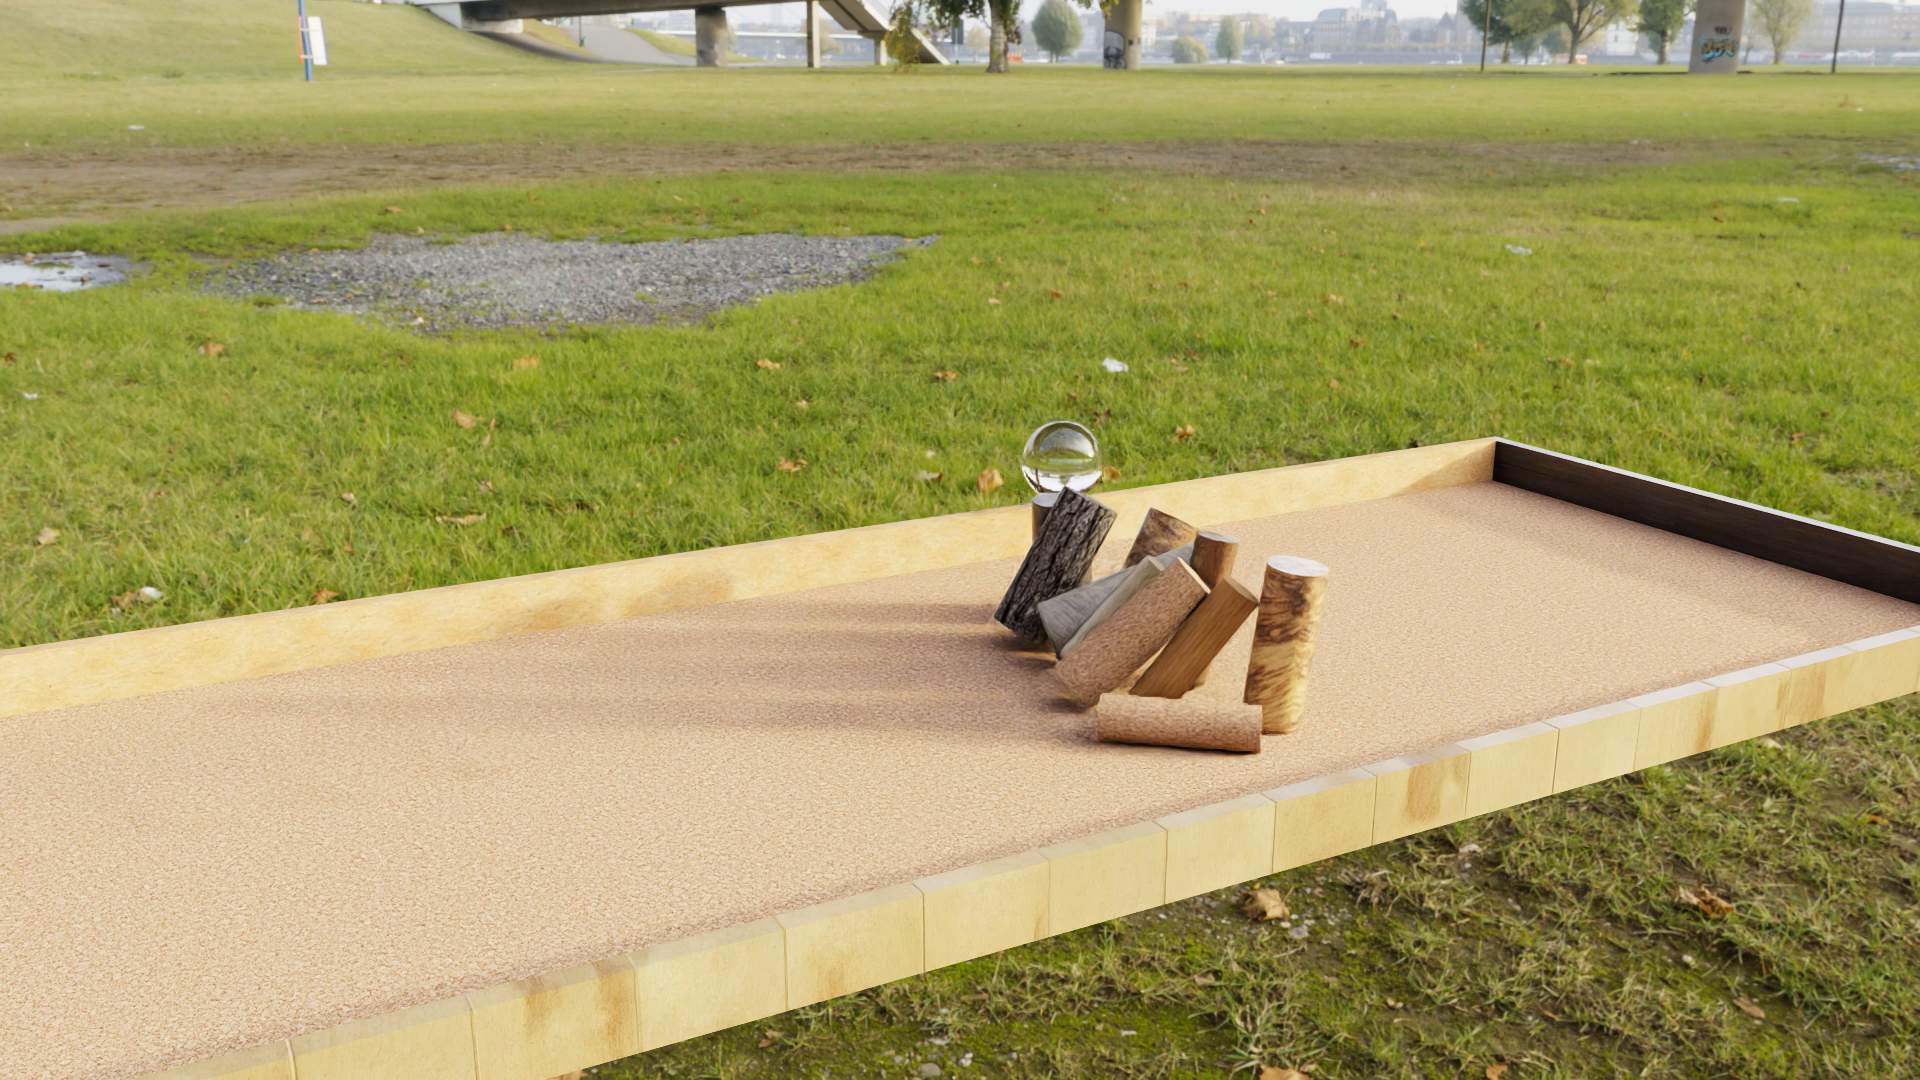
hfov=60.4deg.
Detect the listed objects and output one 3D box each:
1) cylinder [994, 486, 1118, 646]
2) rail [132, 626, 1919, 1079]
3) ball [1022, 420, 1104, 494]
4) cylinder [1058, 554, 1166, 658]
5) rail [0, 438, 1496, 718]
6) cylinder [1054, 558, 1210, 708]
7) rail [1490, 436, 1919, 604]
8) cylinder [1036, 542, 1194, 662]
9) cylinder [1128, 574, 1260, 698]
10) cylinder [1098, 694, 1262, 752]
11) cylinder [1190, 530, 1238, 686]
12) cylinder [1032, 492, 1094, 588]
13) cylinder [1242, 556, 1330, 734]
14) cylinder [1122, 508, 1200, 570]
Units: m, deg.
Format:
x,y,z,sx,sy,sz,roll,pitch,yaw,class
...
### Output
x,y,z,sx,sy,sz,roll,pitch,yaw,class
0.254,0.067,4.375,0.162,0.396,0.162,28,6,-3,cylinder
-2.336,1.006,1.665,12.000,0.150,0.050,-9,18,-27,rail
0.322,-0.248,5.188,0.256,0.256,0.256,0,16,0,ball
0.402,0.200,4.078,0.132,0.328,0.132,39,11,-9,cylinder
-3.305,0.497,3.399,12.000,0.150,0.050,-9,18,-27,rail
0.419,0.223,3.945,0.394,0.137,0.137,-42,14,9,cylinder
2.466,-0.048,5.253,0.050,0.150,2.100,-9,18,-27,rail
0.435,0.161,4.228,0.448,0.171,0.171,-22,17,3,cylinder
0.545,0.254,3.859,0.104,0.363,0.104,34,15,-11,cylinder
0.501,0.415,3.752,0.364,0.107,0.107,3,17,11,cylinder
0.598,0.170,4.093,0.106,0.371,0.106,11,12,-2,cylinder
0.284,0.050,4.592,0.171,0.334,0.171,0,16,0,cylinder
0.750,0.242,3.821,0.141,0.387,0.141,6,18,-2,cylinder
0.505,0.094,4.389,0.152,0.332,0.152,25,2,-1,cylinder
